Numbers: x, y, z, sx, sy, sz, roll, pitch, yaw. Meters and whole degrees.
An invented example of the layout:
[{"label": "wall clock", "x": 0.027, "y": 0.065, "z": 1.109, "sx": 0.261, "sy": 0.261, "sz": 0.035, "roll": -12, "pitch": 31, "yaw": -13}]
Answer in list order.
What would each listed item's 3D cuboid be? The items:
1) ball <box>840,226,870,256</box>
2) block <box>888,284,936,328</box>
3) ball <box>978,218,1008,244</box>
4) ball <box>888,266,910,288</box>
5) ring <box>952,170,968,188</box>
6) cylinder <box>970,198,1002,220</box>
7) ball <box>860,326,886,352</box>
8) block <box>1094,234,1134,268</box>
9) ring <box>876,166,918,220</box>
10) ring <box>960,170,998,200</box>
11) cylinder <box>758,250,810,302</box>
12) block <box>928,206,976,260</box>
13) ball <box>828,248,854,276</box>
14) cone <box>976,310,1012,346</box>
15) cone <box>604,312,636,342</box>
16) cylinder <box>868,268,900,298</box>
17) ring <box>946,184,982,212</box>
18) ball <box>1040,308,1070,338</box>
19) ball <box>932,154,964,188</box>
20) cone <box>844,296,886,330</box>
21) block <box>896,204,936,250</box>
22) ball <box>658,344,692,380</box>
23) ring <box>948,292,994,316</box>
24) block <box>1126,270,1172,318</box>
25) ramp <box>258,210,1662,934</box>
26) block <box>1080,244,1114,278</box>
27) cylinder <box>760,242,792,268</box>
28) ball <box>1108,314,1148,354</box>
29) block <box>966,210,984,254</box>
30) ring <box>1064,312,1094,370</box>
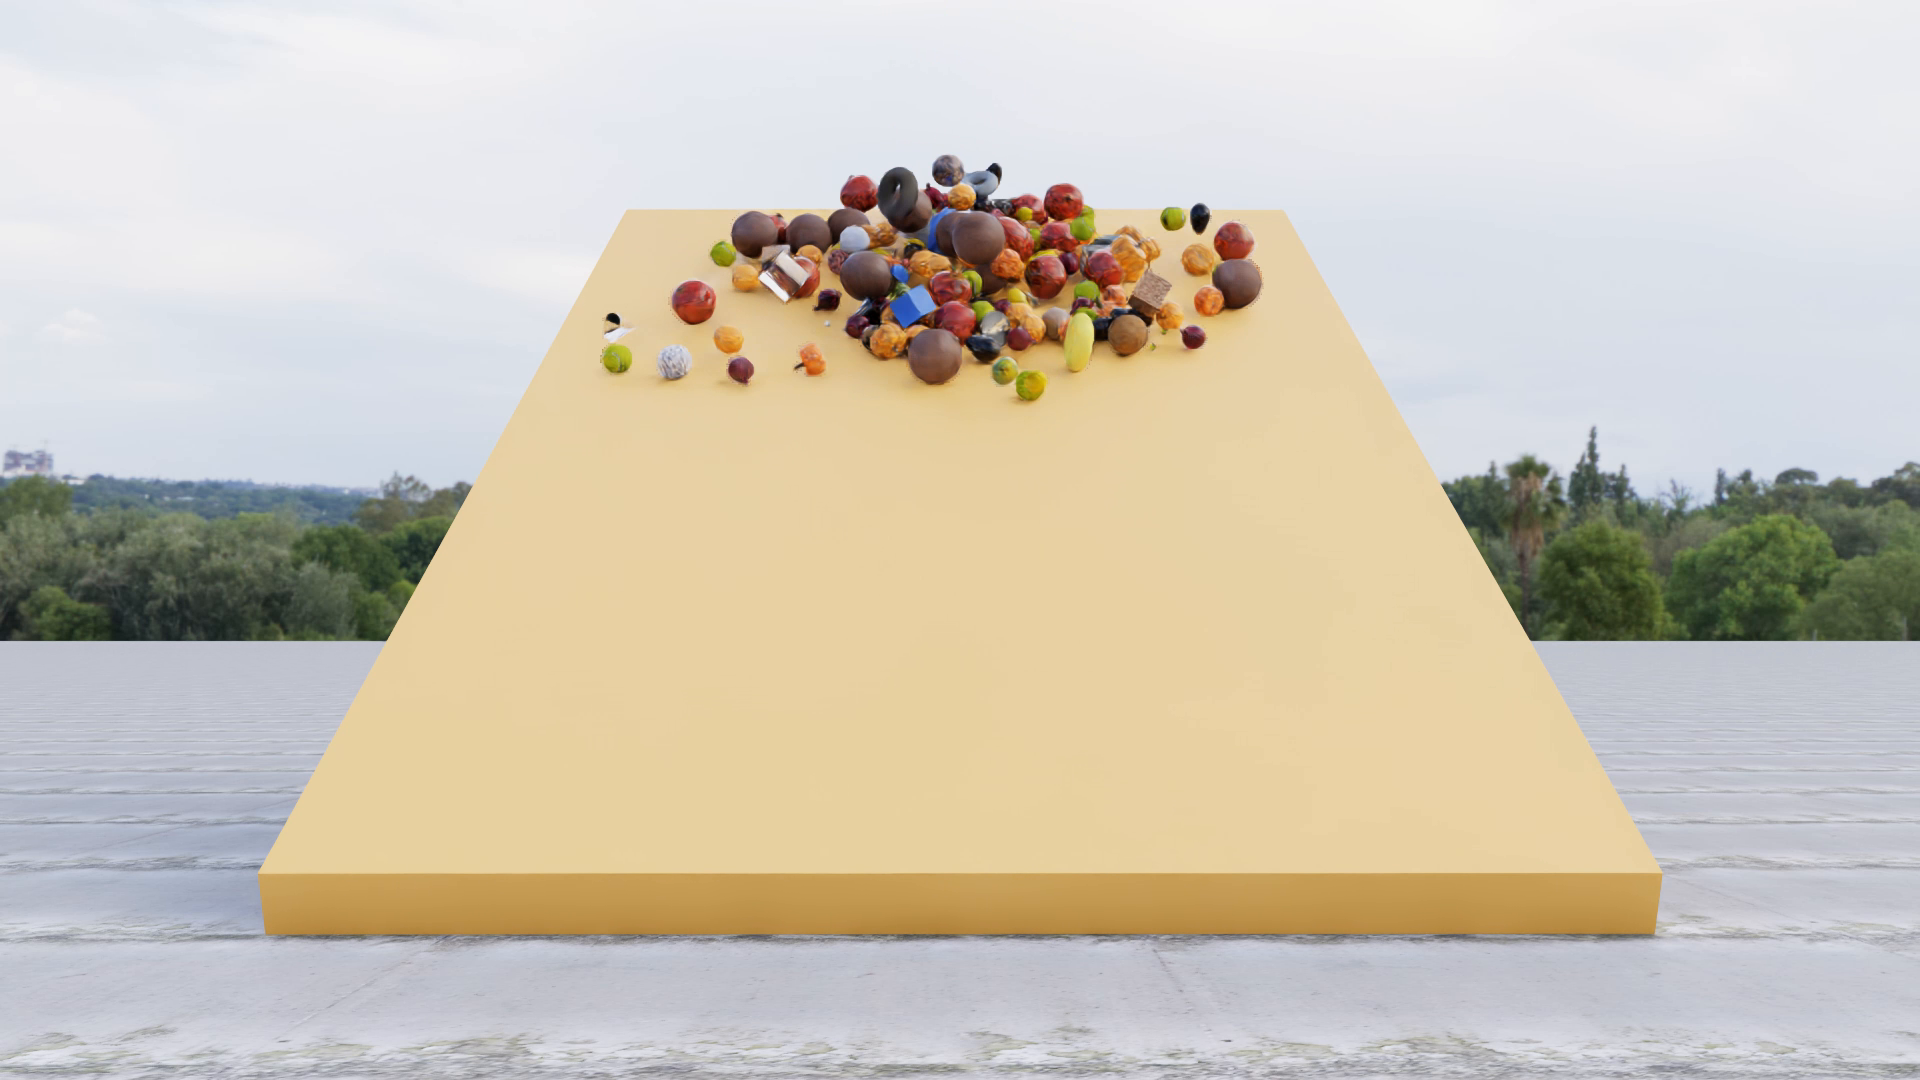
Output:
[{"label": "ball", "x": -0.285, "y": -0.807, "z": 6.188, "sx": 0.082, "sy": 0.082, "sz": 0.082, "roll": 0, "pitch": -2, "yaw": 0}, {"label": "block", "x": -0.116, "y": -0.576, "z": 5.646, "sx": 0.069, "sy": 0.069, "sz": 0.069, "roll": -31, "pitch": 3, "yaw": 41}, {"label": "ball", "x": 0.090, "y": -0.852, "z": 6.353, "sx": 0.081, "sy": 0.081, "sz": 0.081, "roll": 0, "pitch": -2, "yaw": 0}, {"label": "ball", "x": -0.167, "y": -0.705, "z": 6.139, "sx": 0.062, "sy": 0.062, "sz": 0.062, "roll": 0, "pitch": -2, "yaw": 0}, {"label": "ring", "x": 0.011, "y": -1.096, "z": 7.149, "sx": 0.045, "sy": 0.136, "sz": 0.136, "roll": -25, "pitch": 4, "yaw": -14}, {"label": "cylinder", "x": 0.073, "y": -0.950, "z": 6.706, "sx": 0.071, "sy": 0.071, "sz": 0.071, "roll": -3, "pitch": -48, "yaw": 51}, {"label": "ball", "x": -0.211, "y": -0.492, "z": 5.594, "sx": 0.063, "sy": 0.063, "sz": 0.063, "roll": 0, "pitch": -2, "yaw": 0}, {"label": "block", "x": 0.427, "y": -0.802, "z": 6.352, "sx": 0.076, "sy": 0.076, "sz": 0.076, "roll": 8, "pitch": 22, "yaw": 41}, {"label": "ring", "x": -0.157, "y": -0.870, "z": 5.760, "sx": 0.045, "sy": 0.135, "sz": 0.135, "roll": 2, "pitch": -3, "yaw": -43}, {"label": "ring", "x": 0.053, "y": -1.028, "z": 6.636, "sx": 0.116, "sy": 0.039, "sz": 0.116, "roll": -9, "pitch": 41, "yaw": 8}, {"label": "cylinder", "x": -0.444, "y": -0.666, "z": 5.782, "sx": 0.093, "sy": 0.093, "sz": 0.093, "roll": 42, "pitch": -12, "yaw": -11}, {"label": "block", "x": -0.023, "y": -0.852, "z": 6.371, "sx": 0.096, "sy": 0.096, "sz": 0.096, "roll": 14, "pitch": -20, "yaw": -21}, {"label": "ball", "x": -0.324, "y": -0.759, "z": 6.258, "sx": 0.074, "sy": 0.074, "sz": 0.074, "roll": 0, "pitch": -2, "yaw": 0}, {"label": "cone", "x": 0.065, "y": -0.514, "z": 5.688, "sx": 0.093, "sy": 0.093, "sz": 0.093, "roll": 2, "pitch": -10, "yaw": -33}, {"label": "cone", "x": -0.834, "y": -0.529, "z": 5.699, "sx": 0.074, "sy": 0.074, "sz": 0.074, "roll": -3, "pitch": 1, "yaw": -44}, {"label": "cylinder", "x": -0.196, "y": -0.663, "z": 5.915, "sx": 0.057, "sy": 0.057, "sz": 0.057, "roll": 39, "pitch": -6, "yaw": 5}, {"label": "ring", "x": 0.015, "y": -1.007, "z": 6.817, "sx": 0.120, "sy": 0.040, "sz": 0.120, "roll": 9, "pitch": -39, "yaw": 7}, {"label": "ball", "x": 0.238, "y": -0.540, "z": 5.705, "sx": 0.078, "sy": 0.078, "sz": 0.078, "roll": 0, "pitch": -2, "yaw": 0}, {"label": "ball", "x": -0.034, "y": -1.045, "z": 6.480, "sx": 0.094, "sy": 0.094, "sz": 0.094, "roll": 0, "pitch": -2, "yaw": 0}, {"label": "cone", "x": -0.253, "y": -0.550, "z": 5.773, "sx": 0.099, "sy": 0.099, "sz": 0.099, "roll": -27, "pitch": -5, "yaw": 5}, {"label": "block", "x": -0.108, "y": -0.888, "z": 6.491, "sx": 0.099, "sy": 0.099, "sz": 0.099, "roll": 24, "pitch": 10, "yaw": -21}, {"label": "ball", "x": -0.671, "y": -0.419, "z": 5.393, "sx": 0.082, "sy": 0.082, "sz": 0.082, "roll": 0, "pitch": -2, "yaw": 0}, {"label": "ring", "x": 0.027, "y": -0.610, "z": 5.932, "sx": 0.122, "sy": 0.041, "sz": 0.122, "roll": 1, "pitch": 21, "yaw": 0}, {"label": "block", "x": 0.469, "y": -0.609, "z": 5.682, "sx": 0.076, "sy": 0.076, "sz": 0.076, "roll": 30, "pitch": -14, "yaw": 2}, {"label": "ramp", "x": -0.006, "y": -0.219, "z": 5.139, "sx": 2.000, "sy": 0.100, "sz": 4.000, "roll": 0, "pitch": 22, "yaw": 0}, {"label": "block", "x": 0.371, "y": -0.757, "z": 6.228, "sx": 0.076, "sy": 0.076, "sz": 0.076, "roll": 0, "pitch": 18, "yaw": -5}, {"label": "cylinder", "x": -0.502, "y": -0.767, "z": 6.274, "sx": 0.076, "sy": 0.076, "sz": 0.076, "roll": -17, "pitch": 1, "yaw": -12}, {"label": "ball", "x": 0.409, "y": -0.500, "z": 5.579, "sx": 0.098, "sy": 0.098, "sz": 0.098, "roll": 0, "pitch": -2, "yaw": 0}, {"label": "block", "x": 0.022, "y": -0.875, "z": 6.508, "sx": 0.081, "sy": 0.081, "sz": 0.081, "roll": -29, "pitch": 33, "yaw": -17}, {"label": "ring", "x": 0.281, "y": -0.470, "z": 5.432, "sx": 0.046, "sy": 0.138, "sz": 0.138, "roll": 6, "pitch": -3, "yaw": -11}]
